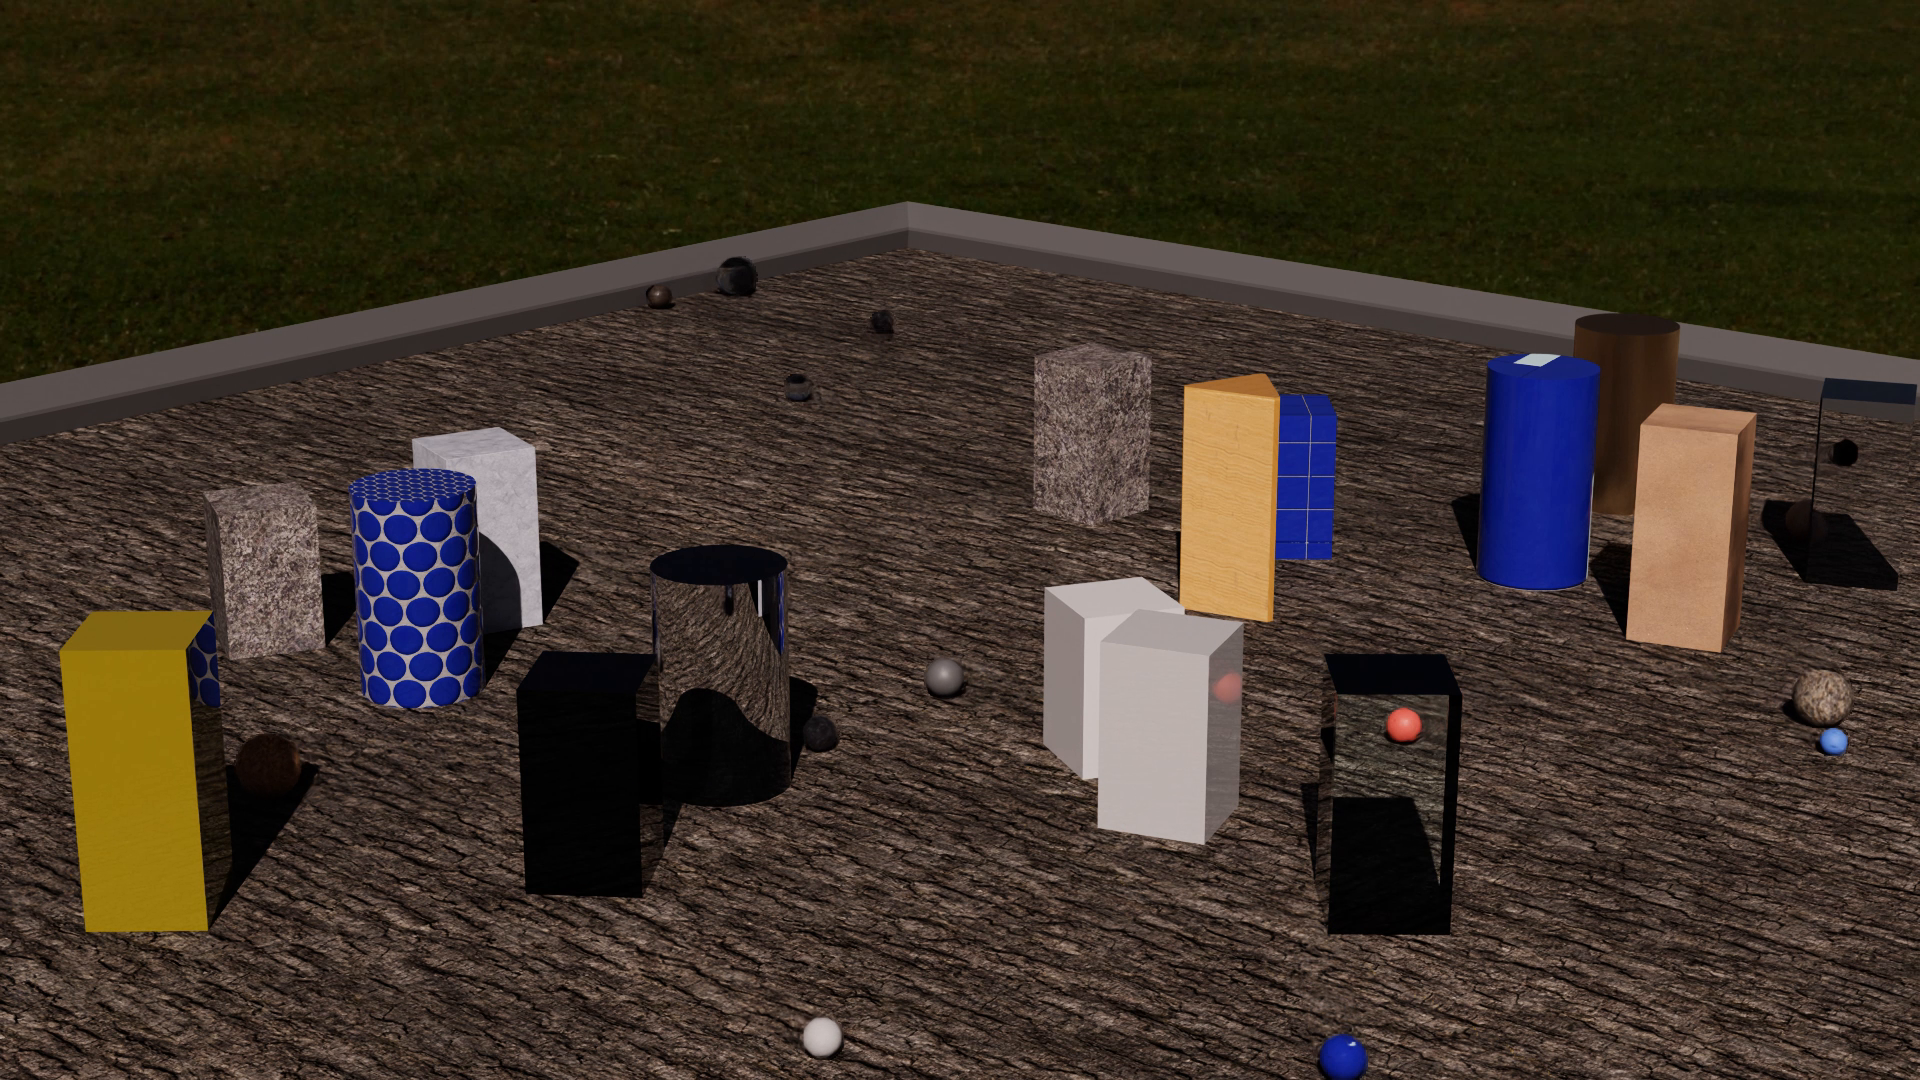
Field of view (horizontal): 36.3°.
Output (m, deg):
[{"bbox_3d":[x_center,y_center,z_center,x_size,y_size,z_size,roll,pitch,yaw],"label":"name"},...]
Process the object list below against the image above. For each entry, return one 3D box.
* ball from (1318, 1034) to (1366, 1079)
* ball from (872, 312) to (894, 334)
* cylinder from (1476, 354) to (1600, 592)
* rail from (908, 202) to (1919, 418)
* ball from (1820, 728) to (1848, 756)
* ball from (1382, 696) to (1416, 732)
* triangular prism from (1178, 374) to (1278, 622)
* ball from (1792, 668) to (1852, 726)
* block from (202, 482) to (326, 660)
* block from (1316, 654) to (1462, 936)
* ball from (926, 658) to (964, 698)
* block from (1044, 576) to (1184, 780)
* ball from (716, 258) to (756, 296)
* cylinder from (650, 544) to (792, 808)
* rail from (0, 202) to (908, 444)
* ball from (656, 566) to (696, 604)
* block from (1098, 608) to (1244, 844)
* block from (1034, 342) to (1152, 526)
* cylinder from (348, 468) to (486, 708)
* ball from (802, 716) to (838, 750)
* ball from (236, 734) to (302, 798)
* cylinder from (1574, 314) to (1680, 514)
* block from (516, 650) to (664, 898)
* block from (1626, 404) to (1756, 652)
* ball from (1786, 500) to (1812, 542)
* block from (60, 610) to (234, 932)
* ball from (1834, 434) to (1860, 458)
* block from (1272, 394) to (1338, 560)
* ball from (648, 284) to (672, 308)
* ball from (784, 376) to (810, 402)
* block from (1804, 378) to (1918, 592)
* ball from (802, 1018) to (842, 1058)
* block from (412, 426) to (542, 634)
[{"bbox_3d":[0.441,0.596,3.377,0.055,0.055,0.055,0,17,0],"label":"ball"},{"bbox_3d":[-0.187,-0.526,7.104,0.053,0.053,0.053,0,17,0],"label":"ball"},{"bbox_3d":[1.022,-0.121,5.190,0.196,0.382,0.196,0,17,0],"label":"cylinder"},{"bbox_3d":[1.479,-0.460,6.751,4.344,0.127,0.045,14,22,39],"label":"rail"},{"bbox_3d":[1.305,0.302,4.379,0.041,0.041,0.041,0,17,0],"label":"ball"},{"bbox_3d":[0.670,0.265,4.478,0.054,0.054,0.054,0,17,0],"label":"ball"},{"bbox_3d":[0.487,-0.079,5.033,0.170,0.393,0.147,9,19,26],"label":"triangular prism"},{"bbox_3d":[1.322,0.242,4.495,0.088,0.088,0.088,0,17,0],"label":"ball"},{"bbox_3d":[-1.154,0.049,4.862,0.157,0.245,0.157,-7,18,-22],"label":"block"},{"bbox_3d":[0.552,0.328,3.795,0.157,0.327,0.157,0,17,1],"label":"block"},{"bbox_3d":[-0.024,0.218,4.623,0.061,0.061,0.061,0,17,0],"label":"ball"},{"bbox_3d":[0.226,0.203,4.348,0.157,0.248,0.157,-6,18,-19],"label":"block"},{"bbox_3d":[-0.575,-0.677,7.526,0.098,0.098,0.098,0,17,0],"label":"ball"},{"bbox_3d":[-0.344,0.194,4.231,0.196,0.332,0.196,0,17,0],"label":"cylinder"},{"bbox_3d":[-1.622,-0.375,6.469,0.045,0.127,4.558,14,22,39],"label":"rail"},{"bbox_3d":[-0.491,0.078,5.074,0.068,0.068,0.068,0,17,0],"label":"ball"},{"bbox_3d":[0.296,0.260,4.112,0.157,0.276,0.157,7,18,22],"label":"block"},{"bbox_3d":[0.252,-0.204,5.602,0.157,0.303,0.157,16,23,43],"label":"block"},{"bbox_3d":[-0.855,0.074,4.625,0.196,0.334,0.196,0,17,0],"label":"cylinder"},{"bbox_3d":[-0.210,0.290,4.398,0.052,0.052,0.052,0,17,0],"label":"ball"},{"bbox_3d":[-0.993,0.326,4.211,0.092,0.092,0.092,0,17,0],"label":"ball"},{"bbox_3d":[1.275,-0.244,5.652,0.196,0.351,0.196,0,17,0],"label":"cylinder"},{"bbox_3d":[-0.492,0.312,3.918,0.157,0.287,0.157,1,17,5],"label":"block"},{"bbox_3d":[1.217,-0.022,4.881,0.157,0.371,0.157,8,18,24],"label":"block"},{"bbox_3d":[1.571,-0.035,5.428,0.081,0.081,0.081,0,17,0],"label":"ball"},{"bbox_3d":[-1.049,0.298,3.797,0.157,0.383,0.157,0,17,-1],"label":"block"},{"bbox_3d":[1.816,-0.193,6.002,0.050,0.050,0.050,0,17,0],"label":"ball"},{"bbox_3d":[0.598,-0.117,5.371,0.157,0.269,0.157,0,17,0],"label":"block"},{"bbox_3d":[-0.755,-0.612,7.375,0.061,0.061,0.061,0,17,0],"label":"ball"},{"bbox_3d":[-0.358,-0.335,6.461,0.057,0.057,0.057,0,17,0],"label":"ball"},{"bbox_3d":[1.597,-0.100,5.197,0.157,0.337,0.157,6,18,18],"label":"block"},{"bbox_3d":[-0.161,0.583,3.435,0.047,0.047,0.047,0,17,0],"label":"ball"},{"bbox_3d":[-0.816,-0.014,4.958,0.157,0.311,0.157,-10,19,-29],"label":"block"}]
